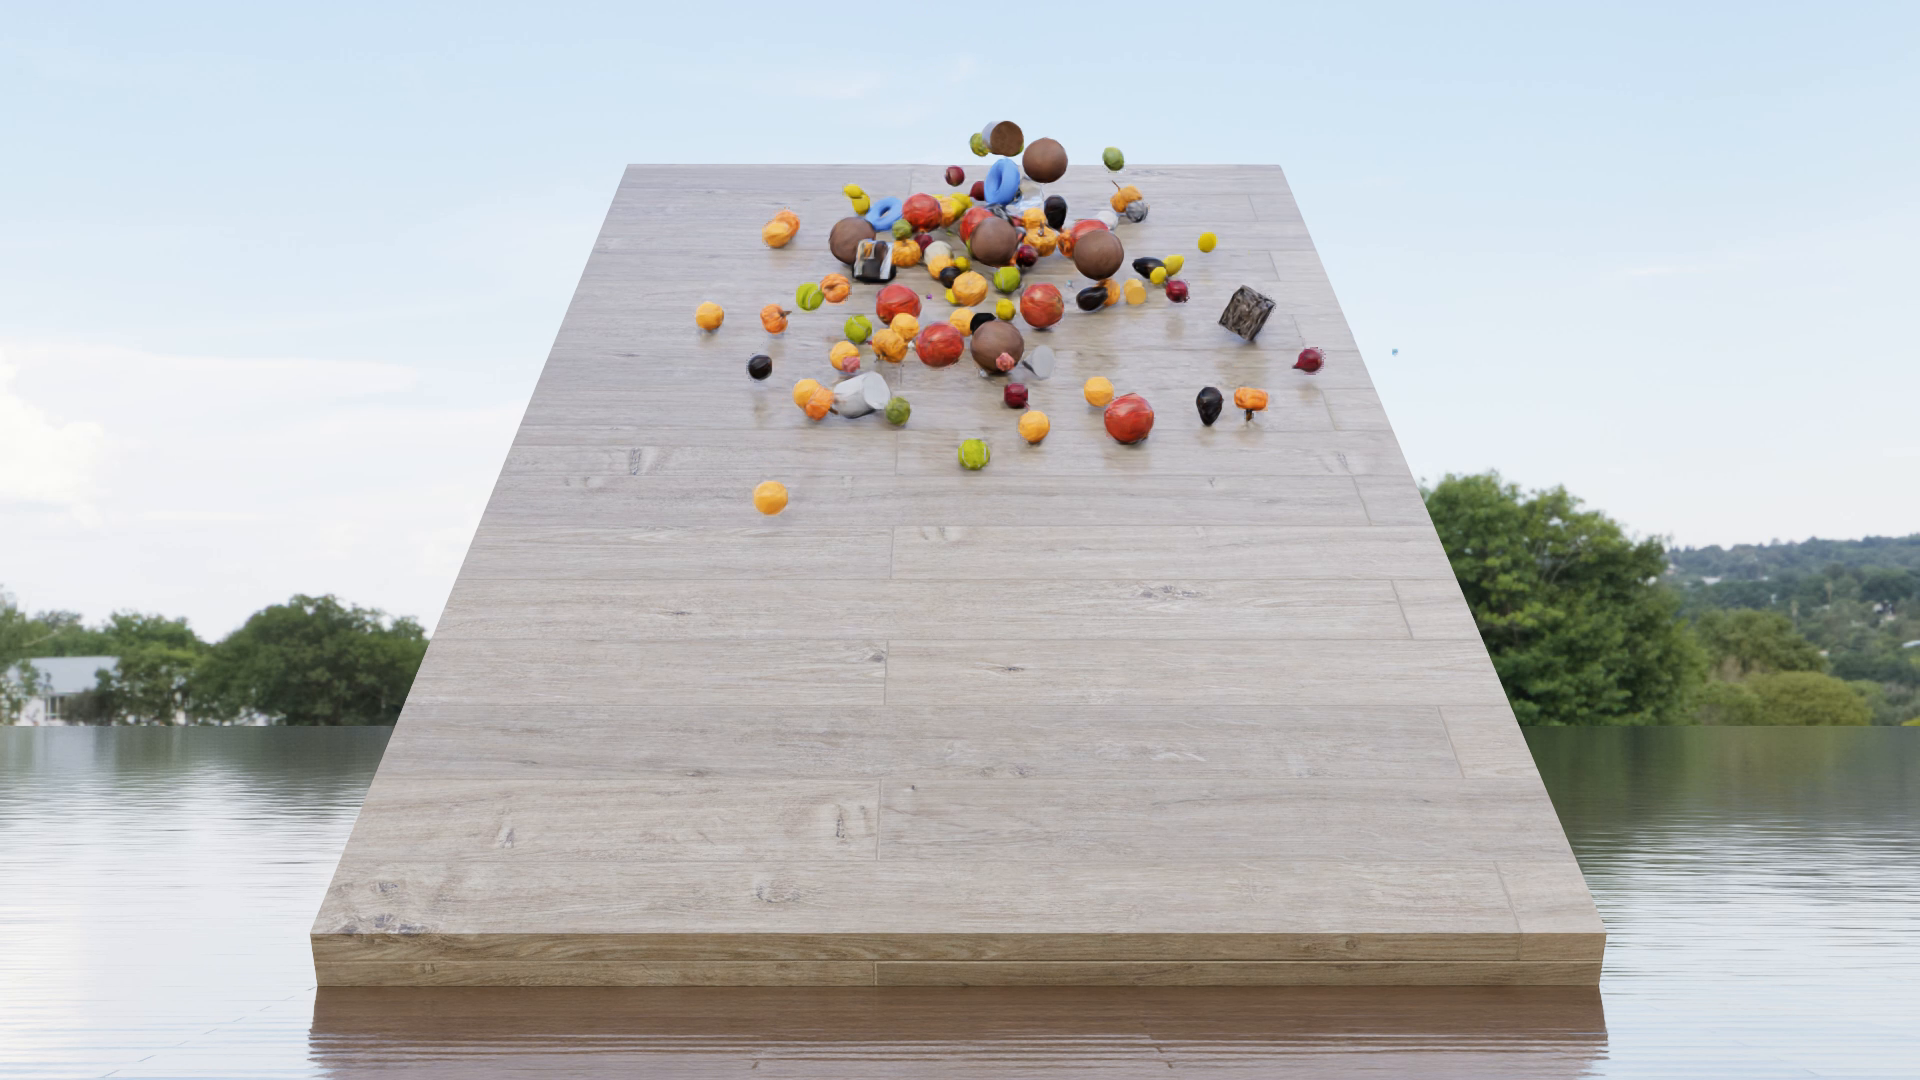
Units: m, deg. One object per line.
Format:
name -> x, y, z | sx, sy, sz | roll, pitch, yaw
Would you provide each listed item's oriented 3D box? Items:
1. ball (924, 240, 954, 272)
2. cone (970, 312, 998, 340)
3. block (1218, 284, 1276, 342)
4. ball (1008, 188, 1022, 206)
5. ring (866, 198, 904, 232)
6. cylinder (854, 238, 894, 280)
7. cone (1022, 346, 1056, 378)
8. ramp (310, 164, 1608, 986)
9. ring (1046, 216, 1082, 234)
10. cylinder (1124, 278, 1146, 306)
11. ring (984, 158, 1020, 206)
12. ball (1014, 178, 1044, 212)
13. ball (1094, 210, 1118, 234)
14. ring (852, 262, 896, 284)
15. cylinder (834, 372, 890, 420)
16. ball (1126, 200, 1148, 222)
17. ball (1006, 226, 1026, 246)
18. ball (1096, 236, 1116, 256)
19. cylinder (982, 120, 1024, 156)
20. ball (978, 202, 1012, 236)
ball -> -0.058, -0.764, 6.339 | 0.081, 0.081, 0.081 | 0, -4, 0
cone -> 0.064, -0.536, 5.787 | 0.071, 0.071, 0.071 | -1, 22, 9
block -> 0.714, -0.565, 5.869 | 0.092, 0.092, 0.092 | 32, 26, 9
ball -> 0.146, -0.978, 6.685 | 0.060, 0.060, 0.060 | 0, -4, 0
ring -> -0.211, -0.919, 6.654 | 0.116, 0.116, 0.039 | -2, -36, 28
cylinder -> -0.223, -0.723, 6.080 | 0.093, 0.093, 0.093 | 8, 11, -2
cone -> 0.174, -0.428, 5.677 | 0.078, 0.078, 0.078 | 4, -2, -42
ramp -> -0.010, -0.229, 5.452 | 2.000, 0.100, 4.000 | 0, 26, 0
ring -> 0.285, -0.867, 6.496 | 0.103, 0.034, 0.103 | 10, 13, -2
cylinder -> 0.454, -0.645, 6.128 | 0.052, 0.052, 0.052 | 1, 31, -7
ring -> 0.117, -1.003, 6.625 | 0.048, 0.145, 0.145 | 11, -9, -30
ball -> 0.191, -0.990, 6.758 | 0.100, 0.100, 0.100 | 0, -4, 0
ball -> 0.400, -0.871, 6.463 | 0.067, 0.067, 0.067 | 0, -4, 0
ring -> -0.229, -0.718, 6.289 | 0.123, 0.041, 0.123 | 1, 26, -1
cylinder -> -0.225, -0.331, 5.398 | 0.090, 0.090, 0.090 | -14, -13, 40
ball -> 0.503, -0.936, 6.715 | 0.063, 0.063, 0.063 | 0, -4, 0
ball -> 0.151, -0.826, 6.416 | 0.056, 0.056, 0.056 | 0, -4, 0
ball -> 0.402, -0.808, 6.464 | 0.053, 0.053, 0.053 | 0, -4, 0
cylinder -> 0.108, -1.025, 6.013 | 0.088, 0.088, 0.088 | 1, 11, -15
ball -> 0.096, -0.894, 6.588 | 0.096, 0.096, 0.096 | 0, -4, 0
